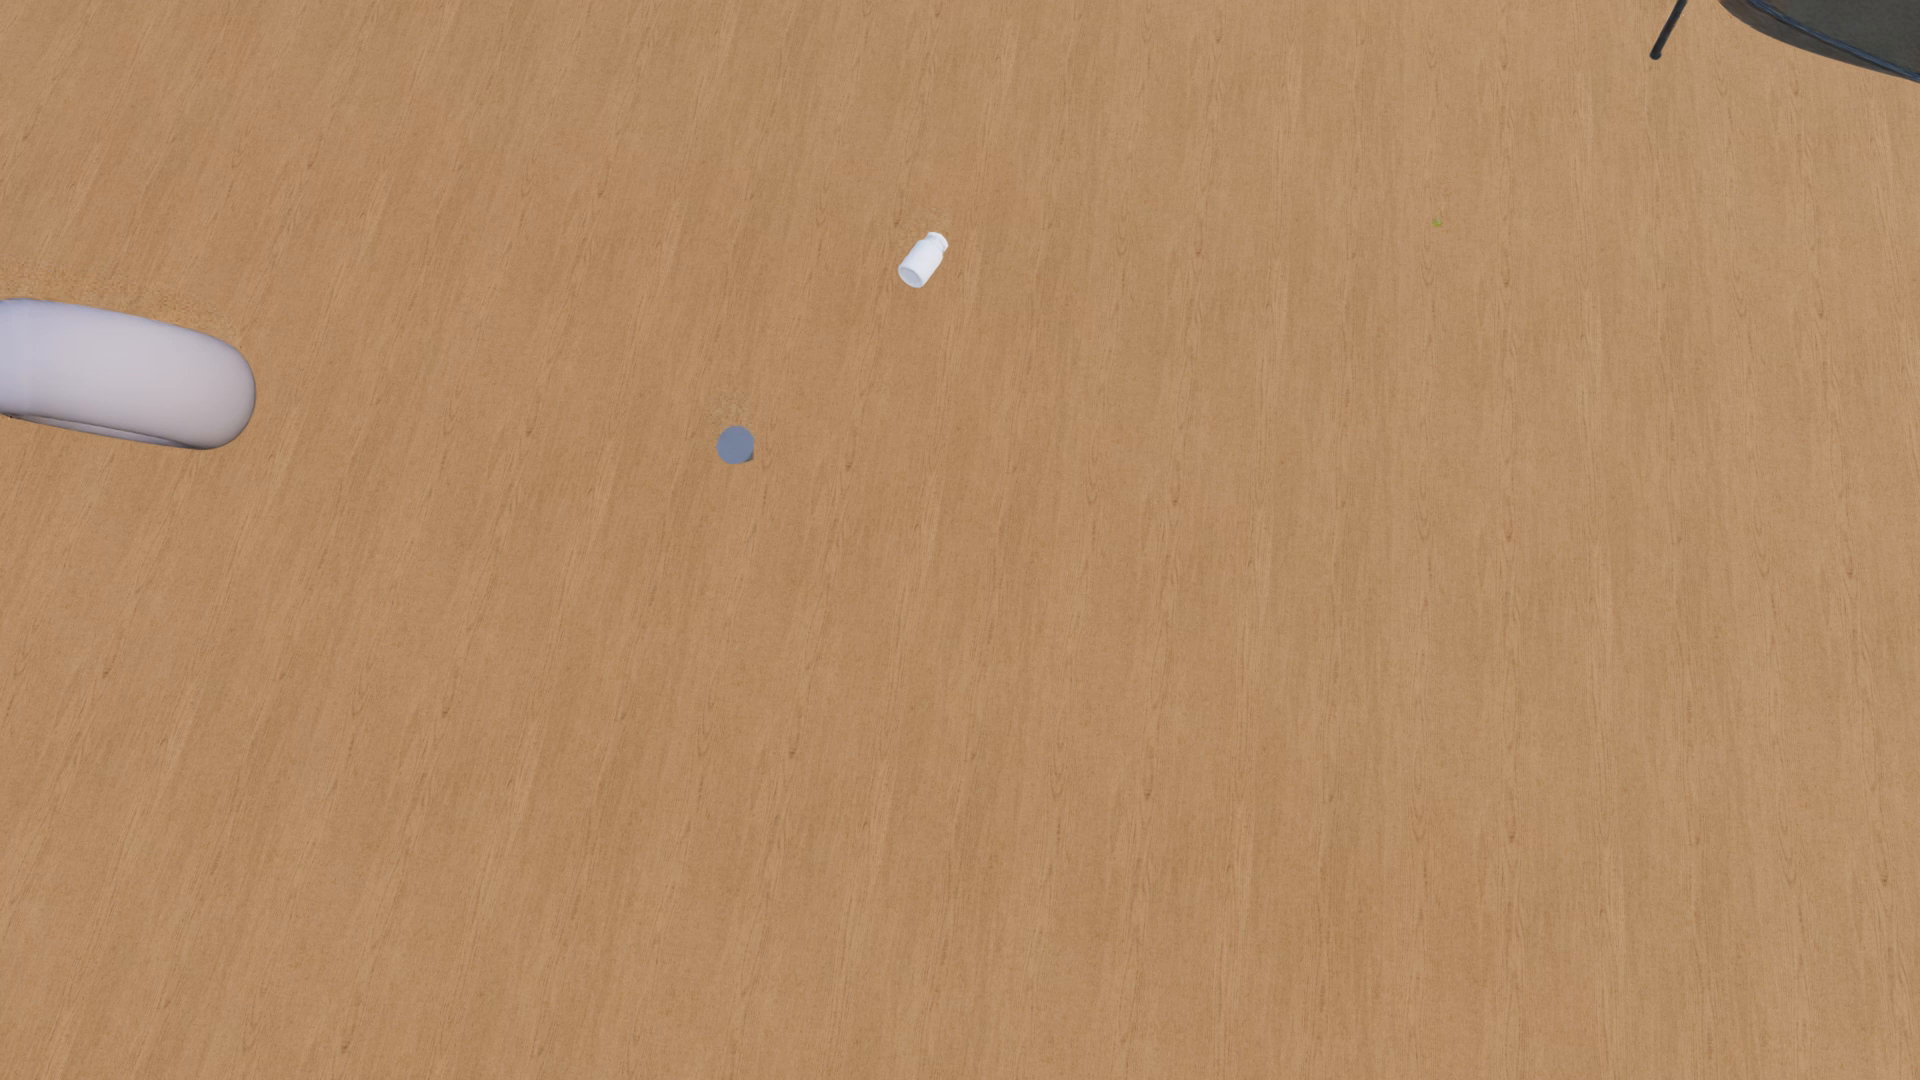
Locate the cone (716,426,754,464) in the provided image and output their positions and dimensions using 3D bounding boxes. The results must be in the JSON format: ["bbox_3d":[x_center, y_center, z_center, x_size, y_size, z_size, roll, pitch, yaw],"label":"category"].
[{"bbox_3d":[-0.291,-0.119,2.968,0.056,0.062,0.053,42,90,24],"label":"cone"}]

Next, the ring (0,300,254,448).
[{"bbox_3d":[-1.247,-0.240,3.228,0.404,0.478,0.163,9,87,0],"label":"ring"}]
